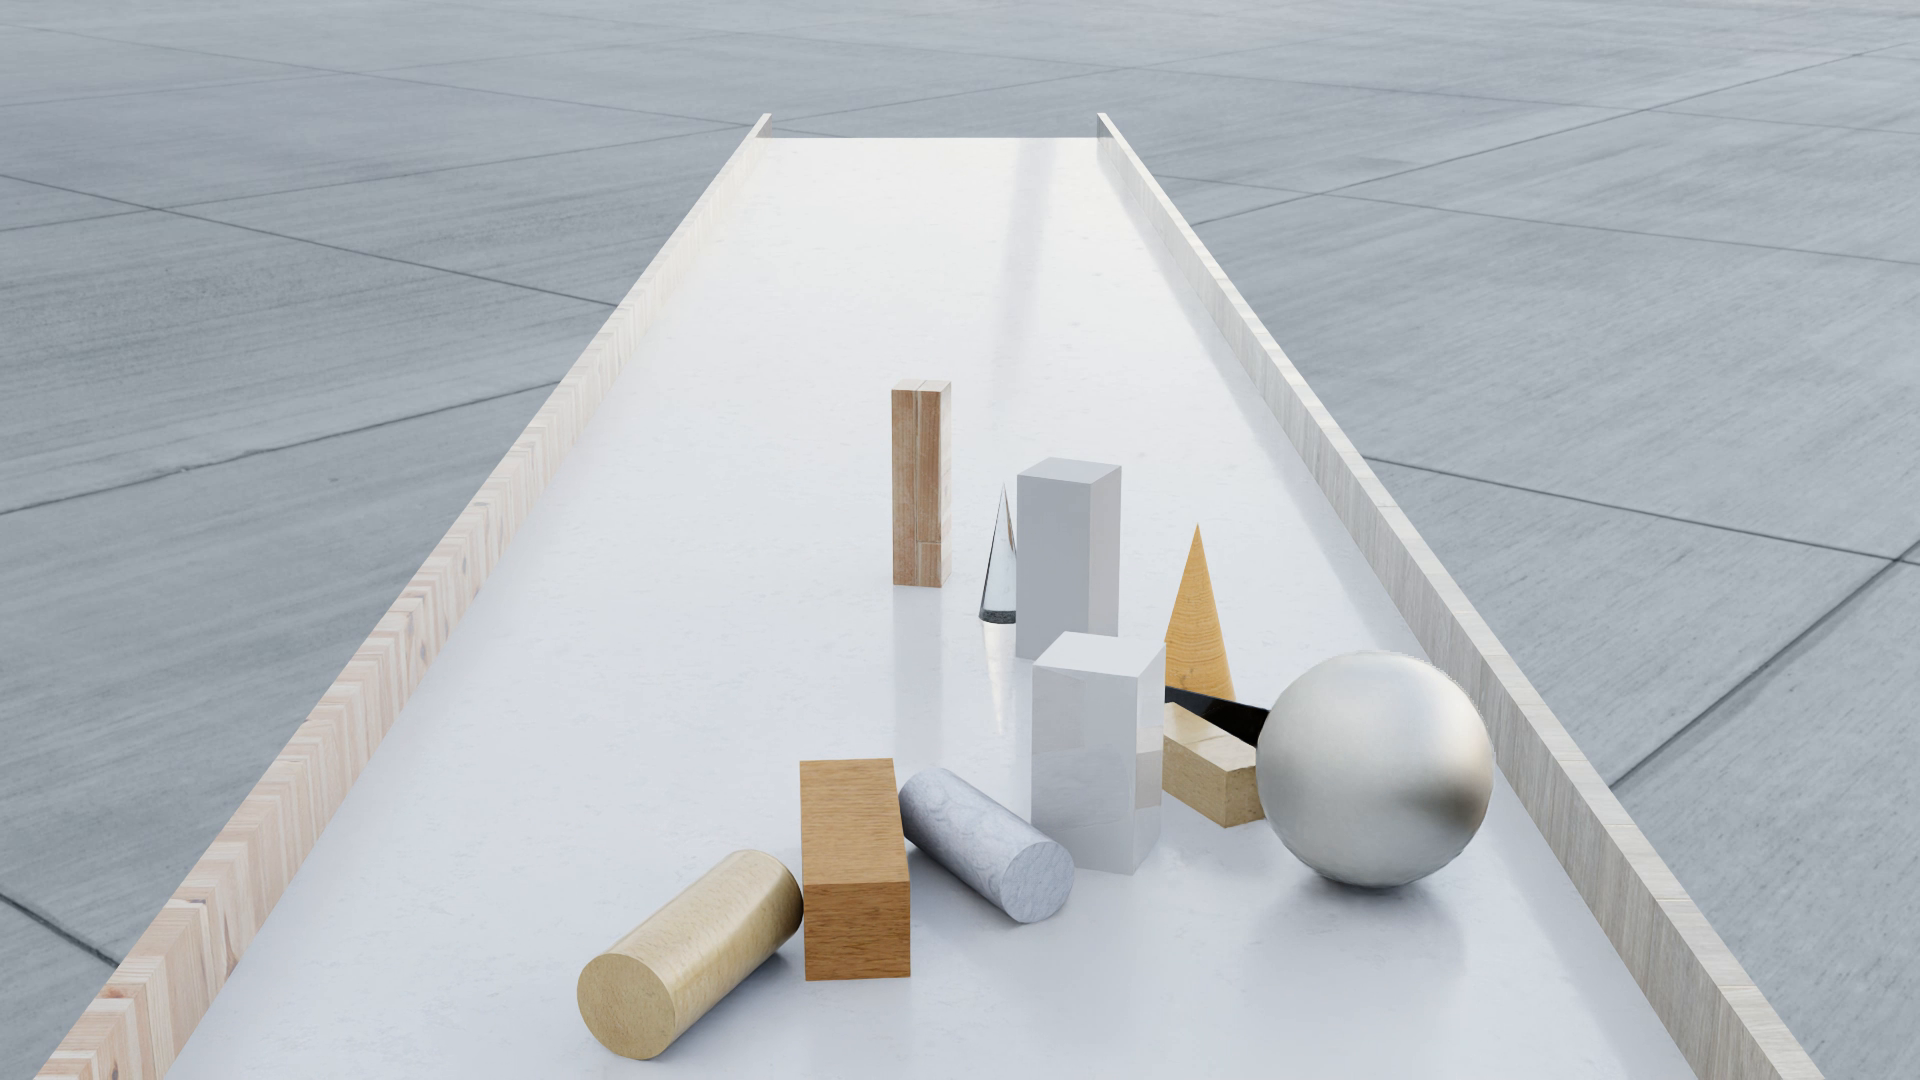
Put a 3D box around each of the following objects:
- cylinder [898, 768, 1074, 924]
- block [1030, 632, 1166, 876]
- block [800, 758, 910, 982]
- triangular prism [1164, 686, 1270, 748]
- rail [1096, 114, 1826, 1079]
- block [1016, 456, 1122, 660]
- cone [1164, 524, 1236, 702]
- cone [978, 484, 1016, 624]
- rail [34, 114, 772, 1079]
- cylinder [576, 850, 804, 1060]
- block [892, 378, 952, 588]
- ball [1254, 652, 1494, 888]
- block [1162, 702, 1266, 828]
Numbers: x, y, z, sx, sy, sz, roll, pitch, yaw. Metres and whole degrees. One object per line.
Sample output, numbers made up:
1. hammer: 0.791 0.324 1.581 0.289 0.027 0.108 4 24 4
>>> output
1. cylinder: 0.033 0.470 3.419 0.130 0.130 0.331 -9 19 -29
2. block: 0.221 0.338 3.509 0.169 0.332 0.169 6 18 19
3. block: -0.164 0.488 3.324 0.149 0.149 0.458 -1 17 -5
4. triangular prism: 0.417 0.318 3.988 0.393 0.092 0.106 12 20 34
5. rail: 0.932 -0.844 7.801 0.050 0.150 12.000 0 17 -1
6. block: 0.218 0.044 4.413 0.158 0.381 0.158 8 18 25
7. cone: 0.439 0.141 4.113 0.174 0.365 0.174 0 17 0
8. cone: 0.092 0.017 4.638 0.105 0.302 0.105 0 17 0
9. rail: -1.118 -0.838 7.780 0.050 0.150 12.000 0 17 -1
10. cylinder: -0.368 0.568 3.051 0.152 0.152 0.356 7 18 23
11. block: -0.084 -0.126 4.869 0.110 0.445 0.110 3 17 11
12. ball: 0.639 0.354 3.399 0.363 0.363 0.363 0 17 0
13. block: 0.407 0.382 3.766 0.101 0.101 0.308 -9 19 -27
